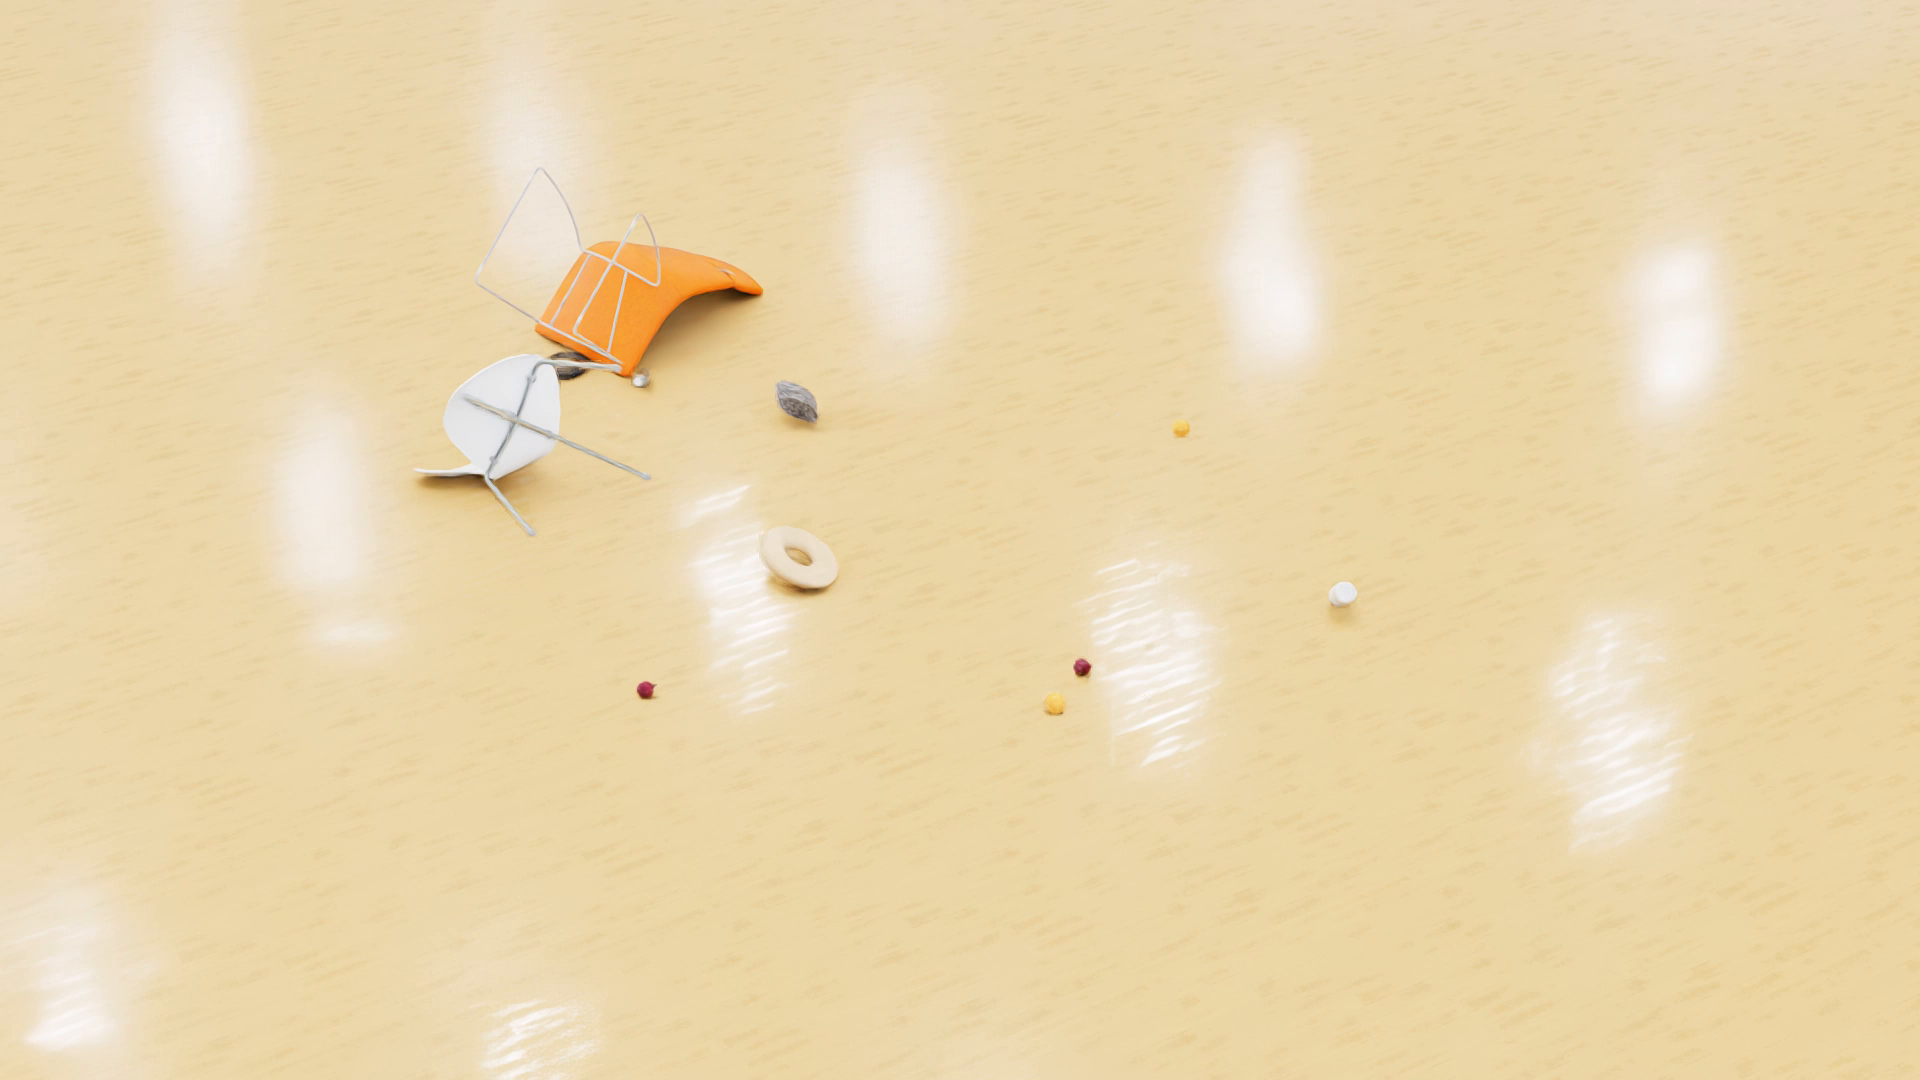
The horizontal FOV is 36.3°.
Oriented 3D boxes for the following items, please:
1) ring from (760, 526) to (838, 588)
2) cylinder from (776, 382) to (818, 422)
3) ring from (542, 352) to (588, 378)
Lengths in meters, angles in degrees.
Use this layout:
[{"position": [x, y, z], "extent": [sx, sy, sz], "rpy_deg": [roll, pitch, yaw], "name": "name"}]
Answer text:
[{"position": [-0.588, 0.064, 10.705], "extent": [0.307, 0.062, 0.312], "rpy_deg": [-10, 51, -44], "name": "ring"}, {"position": [-0.645, -0.550, 11.617], "extent": [0.182, 0.077, 0.125], "rpy_deg": [27, 26, -24], "name": "cylinder"}, {"position": [-1.614, -0.716, 11.993], "extent": [0.190, 0.043, 0.187], "rpy_deg": [-3, 34, -5], "name": "ring"}]
